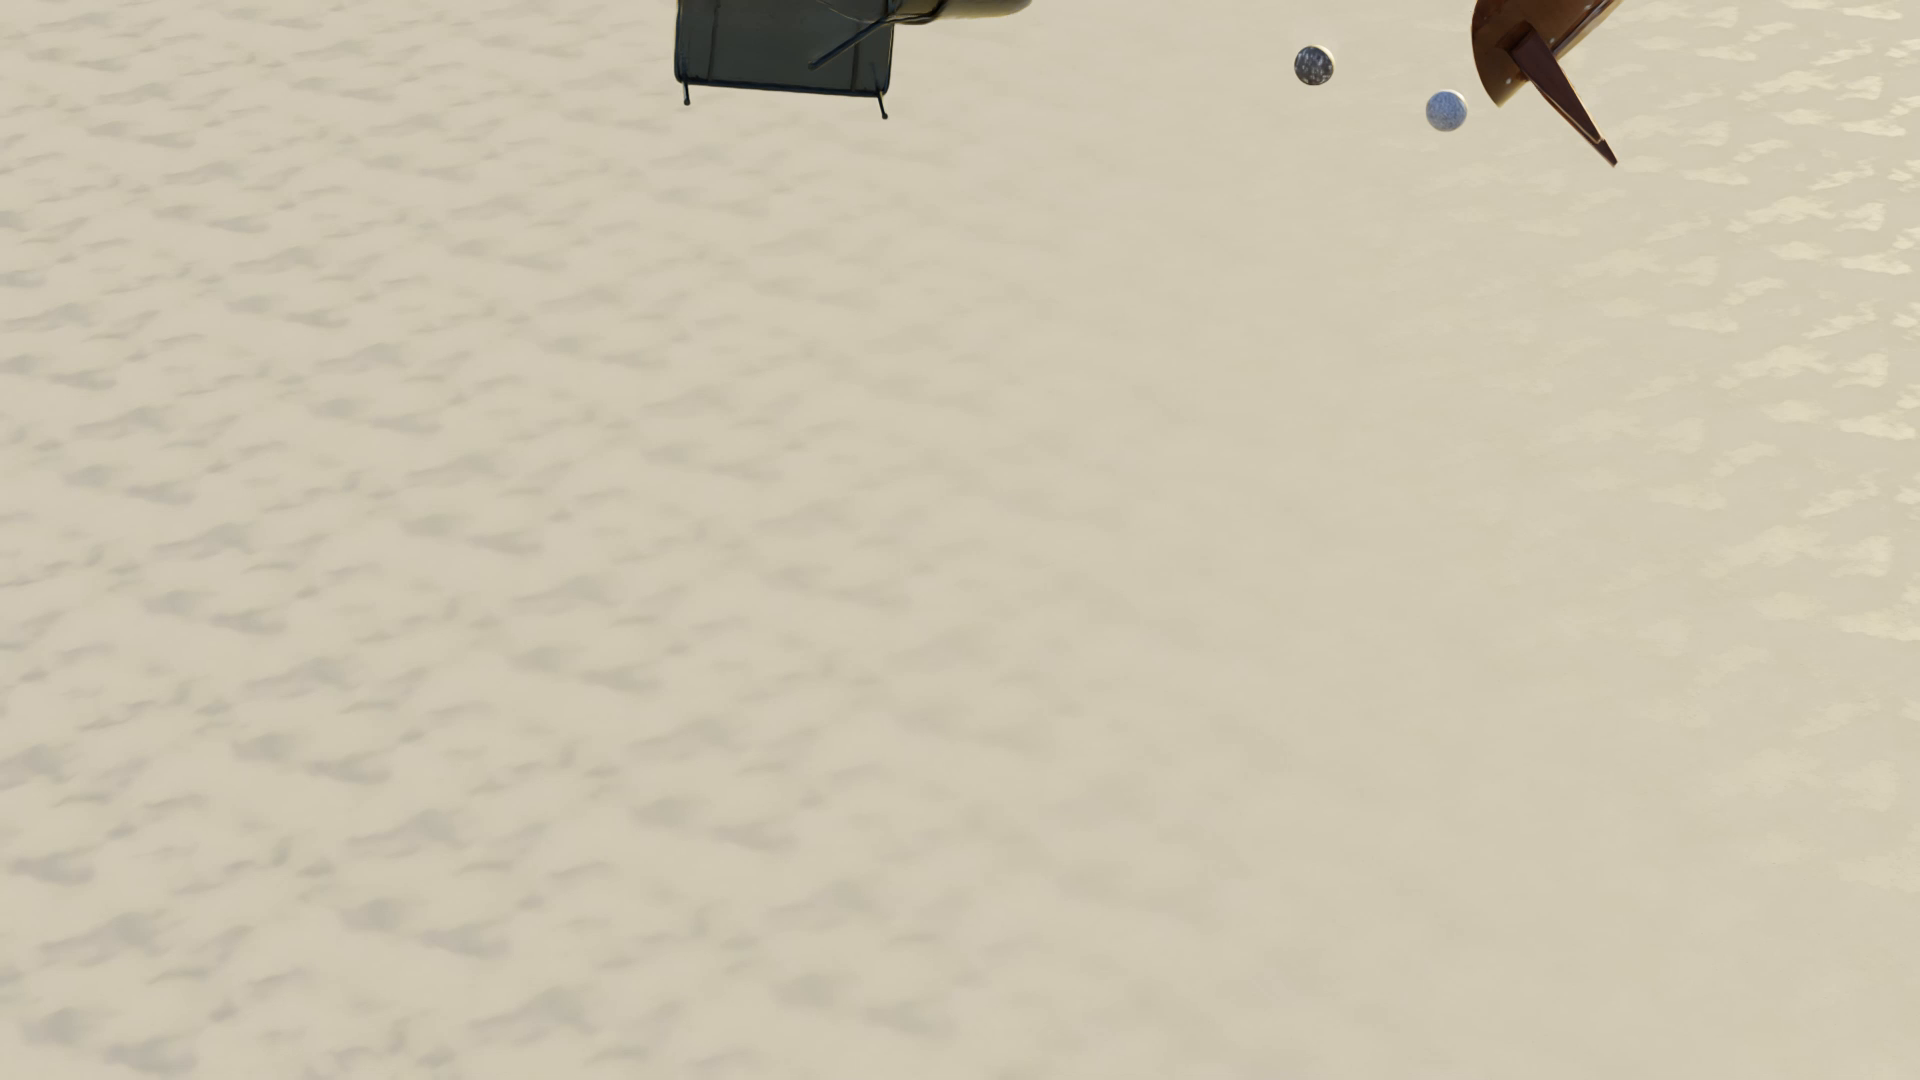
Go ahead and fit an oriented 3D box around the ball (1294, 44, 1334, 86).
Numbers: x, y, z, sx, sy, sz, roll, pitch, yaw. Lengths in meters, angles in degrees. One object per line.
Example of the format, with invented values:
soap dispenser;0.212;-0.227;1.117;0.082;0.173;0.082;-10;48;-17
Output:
ball;1.171;-1.568;9.685;0.134;0.134;0.134;0;33;0

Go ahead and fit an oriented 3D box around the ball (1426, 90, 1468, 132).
ball;1.567;-1.382;9.439;0.137;0.137;0.137;0;33;0
